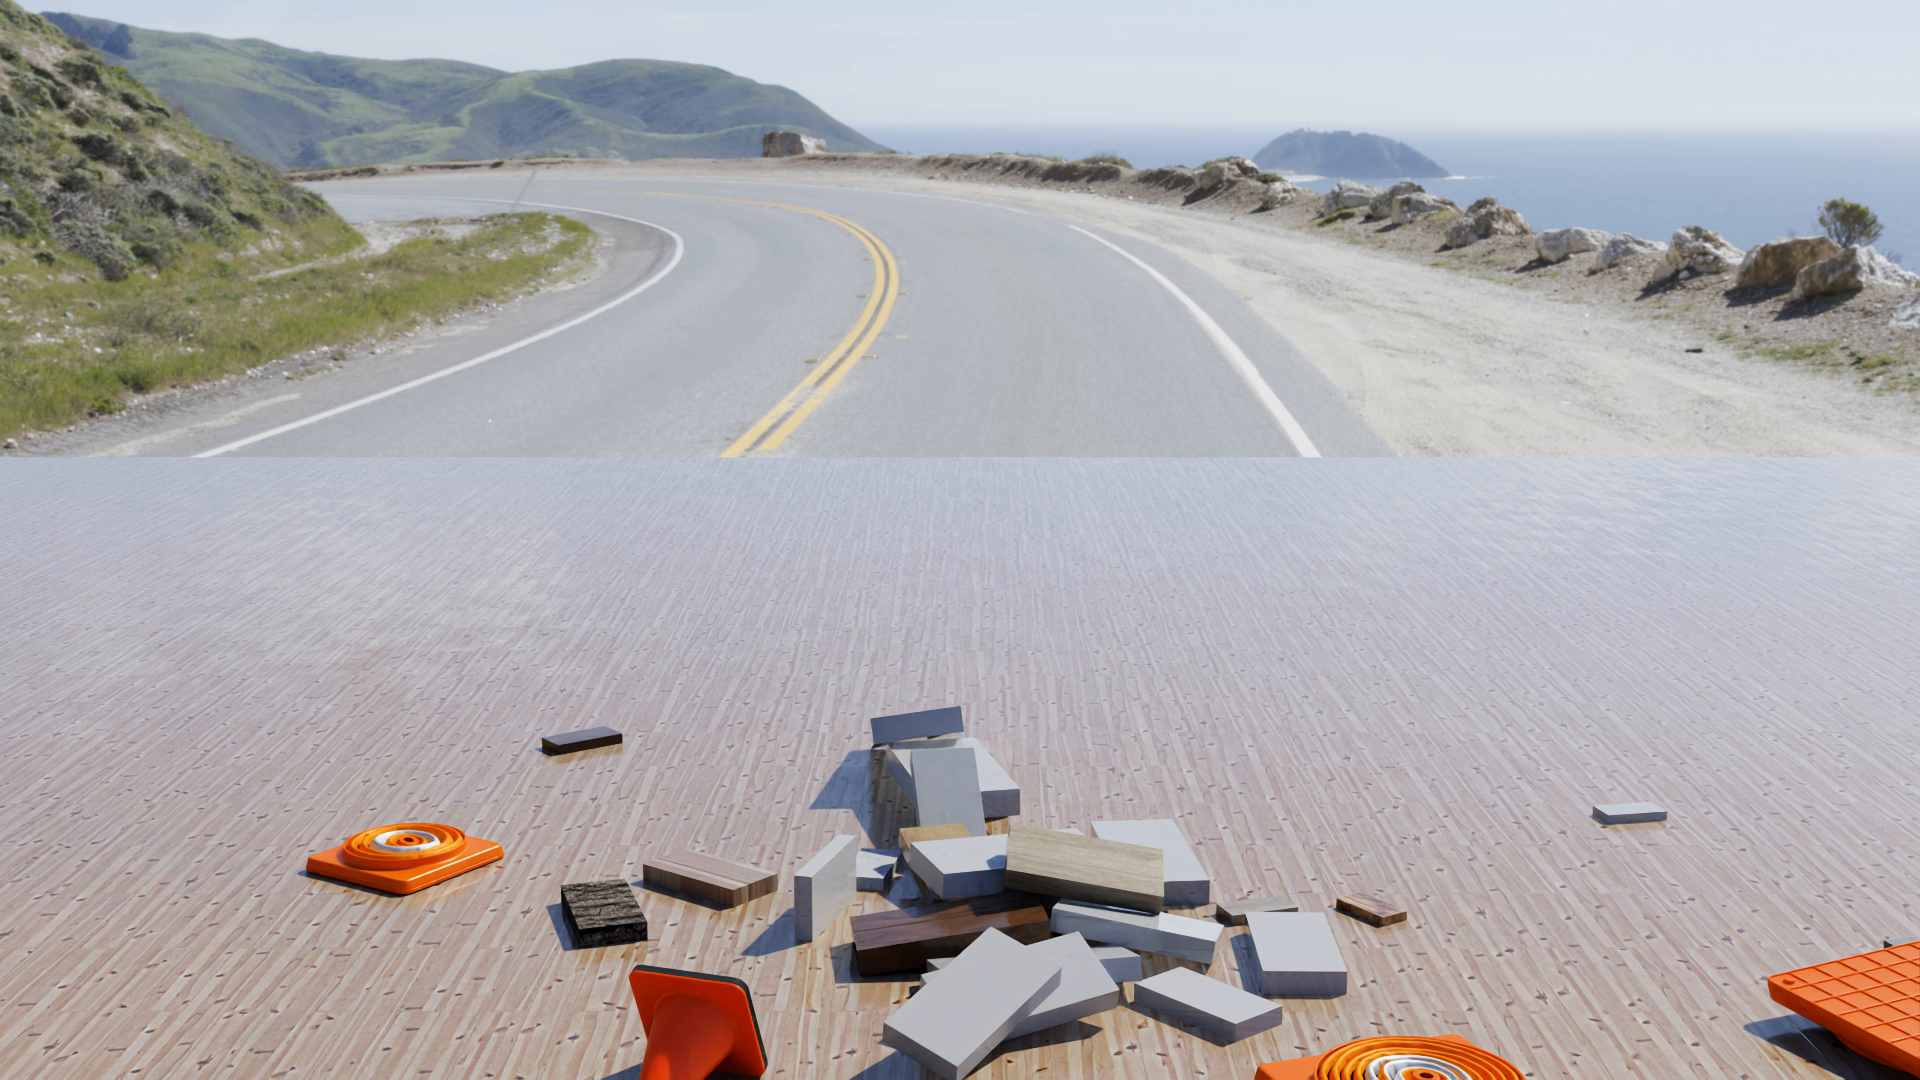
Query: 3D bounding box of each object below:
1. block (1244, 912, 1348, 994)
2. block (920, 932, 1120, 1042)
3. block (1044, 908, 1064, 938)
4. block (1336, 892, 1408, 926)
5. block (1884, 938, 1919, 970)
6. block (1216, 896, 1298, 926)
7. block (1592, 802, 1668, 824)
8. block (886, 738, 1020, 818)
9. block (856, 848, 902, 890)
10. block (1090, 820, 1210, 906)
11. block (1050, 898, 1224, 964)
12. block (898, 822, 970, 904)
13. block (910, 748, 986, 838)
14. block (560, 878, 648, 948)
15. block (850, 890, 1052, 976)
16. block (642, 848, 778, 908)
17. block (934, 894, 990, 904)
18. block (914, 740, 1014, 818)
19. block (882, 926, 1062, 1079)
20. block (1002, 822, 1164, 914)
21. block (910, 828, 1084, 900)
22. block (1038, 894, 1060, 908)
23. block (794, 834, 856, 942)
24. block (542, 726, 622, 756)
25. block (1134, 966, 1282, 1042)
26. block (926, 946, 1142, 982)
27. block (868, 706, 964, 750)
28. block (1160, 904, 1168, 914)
[{"bbox_3d":[0.511,0.629,3.362,0.124,0.035,0.248,0,11,1],"label":"block"},{"bbox_3d":[0.084,0.639,3.114,0.252,0.036,0.126,-11,37,-23],"label":"block"},{"bbox_3d":[0.154,0.602,3.526,0.099,0.028,0.198,4,11,22],"label":"block"},{"bbox_3d":[0.669,0.600,3.574,0.054,0.015,0.107,-7,13,-33],"label":"block"},{"bbox_3d":[1.474,0.637,3.372,0.054,0.015,0.107,-3,11,-14],"label":"block"},{"bbox_3d":[0.482,0.601,3.566,0.118,0.017,0.059,-4,11,-19],"label":"block"},{"bbox_3d":[1.242,0.506,4.076,0.118,0.017,0.059,-2,11,-11],"label":"block"},{"bbox_3d":[-0.017,0.440,4.072,0.174,0.049,0.347,-2,11,-13],"label":"block"},{"bbox_3d":[-0.150,0.562,3.761,0.074,0.021,0.148,2,11,11],"label":"block"},{"bbox_3d":[0.322,0.550,3.768,0.147,0.042,0.327,-1,11,-5],"label":"block"},{"bbox_3d":[0.273,0.598,3.391,0.252,0.036,0.126,10,4,12],"label":"block"},{"bbox_3d":[-0.020,0.548,3.673,0.113,0.032,0.227,-3,24,-16],"label":"block"},{"bbox_3d":[-0.019,0.469,3.851,0.113,0.032,0.227,-2,51,-9],"label":"block"},{"bbox_3d":[-0.574,0.599,3.540,0.106,0.030,0.212,-3,11,-18],"label":"block"},{"bbox_3d":[-0.016,0.603,3.389,0.294,0.042,0.147,-8,11,-6],"label":"block"},{"bbox_3d":[-0.421,0.568,3.706,0.212,0.030,0.106,8,13,37],"label":"block"},{"bbox_3d":[0.020,0.554,3.579,0.099,0.028,0.198,9,22,4],"label":"block"},{"bbox_3d":[0.013,0.458,4.246,0.174,0.049,0.347,1,11,3],"label":"block"},{"bbox_3d":[0.019,0.640,3.037,0.124,0.035,0.248,25,38,28],"label":"block"},{"bbox_3d":[0.196,0.518,3.470,0.248,0.035,0.124,10,28,-1],"label":"block"},{"bbox_3d":[0.083,0.521,3.553,0.294,0.042,0.147,-2,13,-22],"label":"block"},{"bbox_3d":[0.164,0.551,3.636,0.113,0.032,0.227,-2,11,-11],"label":"block"},{"bbox_3d":[-0.216,0.559,3.546,0.030,0.106,0.212,3,11,16],"label":"block"},{"bbox_3d":[-0.782,0.415,4.555,0.148,0.021,0.074,-8,13,-37],"label":"block"},{"bbox_3d":[0.356,0.668,3.171,0.099,0.028,0.198,-9,14,-40],"label":"block"},{"bbox_3d":[0.108,0.635,3.250,0.296,0.036,0.126,-2,-2,-11],"label":"block"},{"bbox_3d":[-0.091,0.374,4.364,0.174,0.049,0.347,-8,-7,-4],"label":"block"},{"bbox_3d":[0.286,0.580,3.556,0.054,0.015,0.107,-13,37,-23],"label":"block"}]
